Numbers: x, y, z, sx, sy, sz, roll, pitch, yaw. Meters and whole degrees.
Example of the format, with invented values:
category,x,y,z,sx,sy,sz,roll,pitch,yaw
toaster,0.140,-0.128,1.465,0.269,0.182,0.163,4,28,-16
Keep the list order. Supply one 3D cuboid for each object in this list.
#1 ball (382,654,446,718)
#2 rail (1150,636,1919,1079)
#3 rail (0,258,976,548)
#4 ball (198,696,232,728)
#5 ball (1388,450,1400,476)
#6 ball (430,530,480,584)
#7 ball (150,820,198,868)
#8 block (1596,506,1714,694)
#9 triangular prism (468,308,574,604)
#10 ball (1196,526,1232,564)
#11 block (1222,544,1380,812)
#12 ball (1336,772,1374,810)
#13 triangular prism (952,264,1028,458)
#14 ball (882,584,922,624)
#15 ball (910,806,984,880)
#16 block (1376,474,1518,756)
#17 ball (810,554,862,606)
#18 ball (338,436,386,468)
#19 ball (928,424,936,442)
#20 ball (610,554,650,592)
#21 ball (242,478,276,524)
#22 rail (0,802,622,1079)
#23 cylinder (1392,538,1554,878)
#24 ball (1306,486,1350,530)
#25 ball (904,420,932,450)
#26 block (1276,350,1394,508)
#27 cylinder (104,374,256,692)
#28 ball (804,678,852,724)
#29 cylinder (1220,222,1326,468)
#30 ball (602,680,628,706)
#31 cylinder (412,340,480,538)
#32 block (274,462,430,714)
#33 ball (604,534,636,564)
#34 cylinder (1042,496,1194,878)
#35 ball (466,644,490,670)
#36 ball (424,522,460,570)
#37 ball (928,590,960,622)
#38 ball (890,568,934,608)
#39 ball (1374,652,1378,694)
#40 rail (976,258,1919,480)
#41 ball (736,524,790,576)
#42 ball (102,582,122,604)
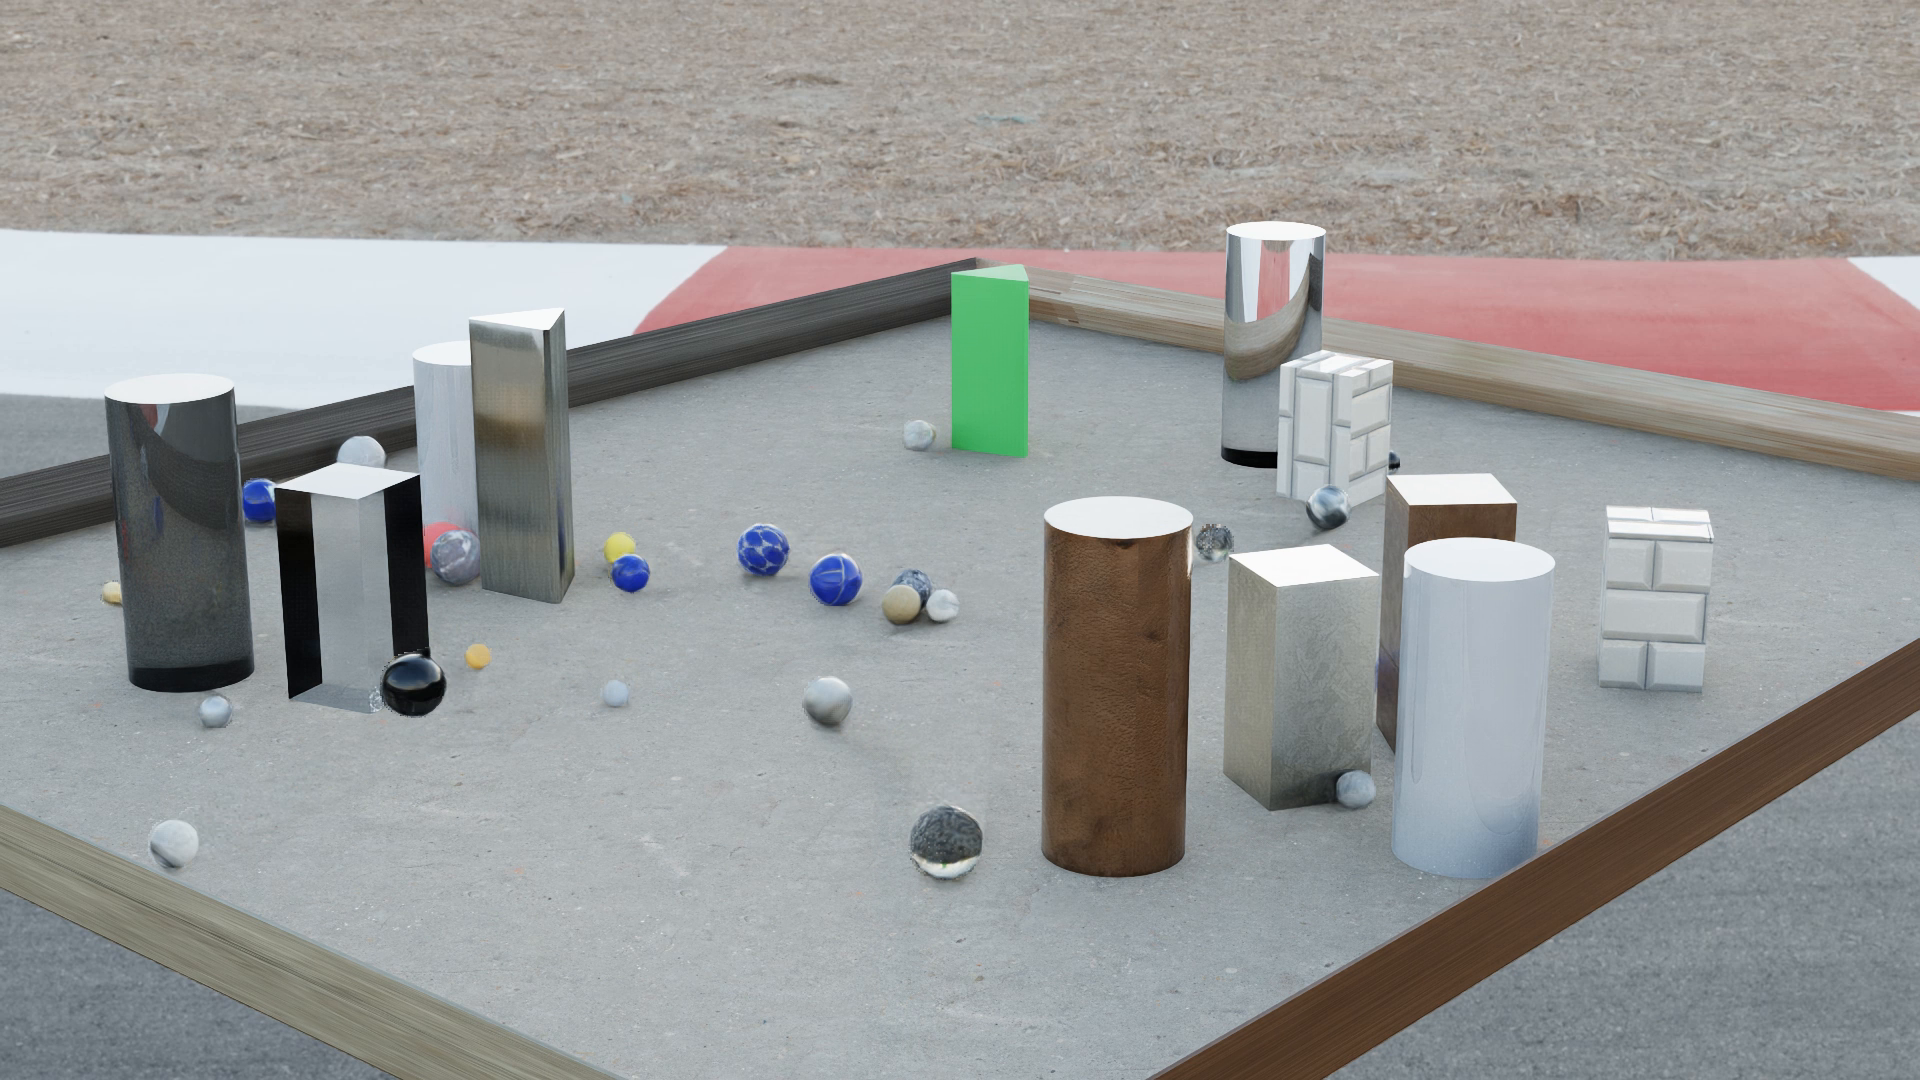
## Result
category,x,y,z,sx,sy,sz,roll,pitch,yaw
ball,-0.845,0.225,4.537,0.098,0.098,0.098,0,17,0
rail,1.128,0.315,4.182,0.045,0.129,3.616,14,22,39
rail,-1.128,-0.250,6.058,0.045,0.129,3.616,14,22,39
ball,-1.142,0.264,4.494,0.049,0.049,0.049,0,17,0
ball,0.856,-0.154,5.874,0.053,0.053,0.053,0,17,0
ball,-0.887,0.030,5.185,0.097,0.097,0.097,0,17,0
ball,-1.066,0.412,3.976,0.065,0.065,0.065,0,17,0
block,1.112,0.093,4.699,0.159,0.257,0.159,3,17,10
triangular prism,-0.731,-0.153,5.120,0.172,0.487,0.149,10,20,30
ball,0.460,0.008,5.310,0.067,0.067,0.067,0,17,0
block,0.488,0.196,4.220,0.159,0.336,0.159,-6,18,-19
ball,0.562,0.356,4.177,0.054,0.054,0.054,0,17,0
triangular prism,0.092,-0.376,6.066,0.172,0.368,0.149,8,19,26
ball,-0.099,0.109,4.975,0.067,0.067,0.067,0,17,0
ball,-0.018,0.406,3.936,0.099,0.099,0.099,0,17,0
block,0.726,0.114,4.390,0.159,0.395,0.159,-1,17,-4
ball,-0.214,0.068,5.072,0.090,0.090,0.090,0,17,0
ball,-1.188,-0.161,5.823,0.095,0.095,0.095,0,17,0
ball,-0.070,-0.222,6.117,0.043,0.043,0.043,0,17,0
ball,-0.578,0.058,5.145,0.068,0.068,0.068,0,17,0
ball,-1.324,-0.074,5.553,0.084,0.084,0.084,0,17,0
rail,-1.170,0.421,3.830,3.036,0.129,0.045,14,22,39
cylinder,0.694,0.226,3.977,0.198,0.419,0.198,0,17,0
ball,0.692,-0.060,5.511,0.081,0.081,0.081,0,17,0
ball,-0.087,-0.217,6.068,0.061,0.061,0.061,0,17,0
block,0.731,-0.217,5.720,0.159,0.262,0.159,12,21,35
cylinder,-1.242,-0.012,4.676,0.198,0.472,0.198,0,17,0
ball,-0.202,0.247,4.506,0.073,0.073,0.073,0,17,0
cylinder,0.635,-0.397,5.960,0.198,0.469,0.198,0,17,0
ball,-0.538,0.240,4.588,0.040,0.040,0.040,0,17,0
cylinder,-0.892,-0.165,5.368,0.198,0.365,0.198,0,17,0
block,-0.952,0.074,4.605,0.159,0.348,0.159,8,18,25
ball,-0.616,0.018,5.296,0.057,0.057,0.057,0,17,0
cylinder,0.211,0.197,3.972,0.198,0.477,0.198,0,17,0
ball,-0.782,0.189,4.756,0.042,0.042,0.042,0,17,0
ball,-0.930,0.011,5.265,0.089,0.089,0.089,0,17,0
ball,-0.028,0.112,4.984,0.056,0.056,0.056,0,17,0
ball,-0.083,0.086,5.040,0.073,0.073,0.073,0,17,0
ball,0.617,0.206,4.601,0.098,0.098,0.098,0,17,0
rail,1.170,-0.356,6.410,3.036,0.129,0.045,14,22,39
ball,-0.351,0.018,5.232,0.095,0.095,0.095,0,17,0
ball,-1.466,0.092,5.079,0.040,0.040,0.040,0,17,0
